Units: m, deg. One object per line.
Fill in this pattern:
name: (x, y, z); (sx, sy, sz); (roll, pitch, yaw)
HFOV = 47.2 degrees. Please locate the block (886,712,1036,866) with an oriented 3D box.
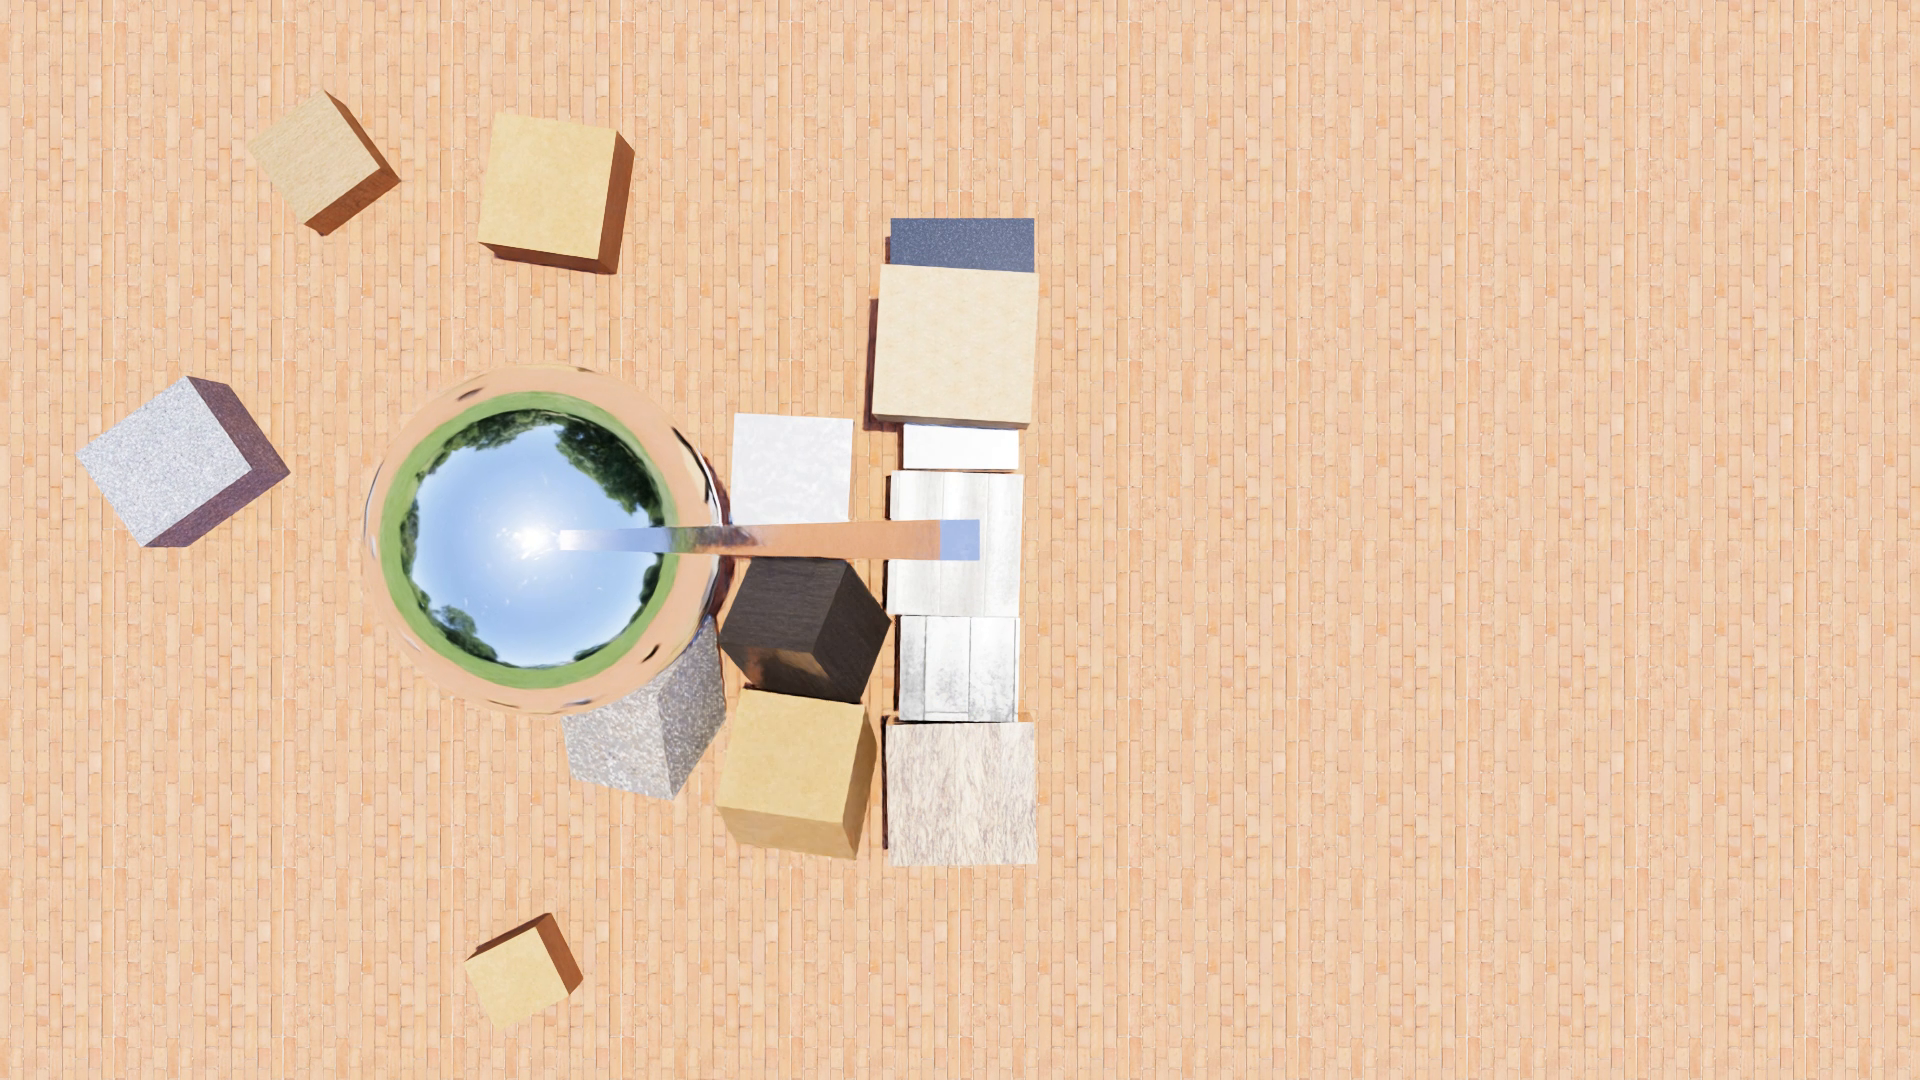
block: (0.008, 1.418, 12.628); (0.826, 0.744, 0.789); (-1, 90, 0)

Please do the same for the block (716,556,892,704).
block: (-0.877, 0.516, 12.477); (0.623, 0.640, 0.596); (6, 59, 28)

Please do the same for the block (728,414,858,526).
block: (-0.950, -0.354, 12.669); (0.664, 0.661, 0.684); (3, 90, 0)

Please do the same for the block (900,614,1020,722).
block: (-0.003, 0.721, 12.644); (0.662, 0.713, 0.579); (1, 90, 0)

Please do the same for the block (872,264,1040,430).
block: (-0.021, -1.026, 11.858); (0.827, 0.788, 0.779); (3, 90, 0)

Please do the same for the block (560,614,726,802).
block: (-1.791, 0.886, 12.405); (0.628, 0.735, 0.770); (10, 128, 17)

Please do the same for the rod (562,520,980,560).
rod: (-0.811, 0.000, 6.698); (0.080, 5.200, 0.080); (0, 90, -18)

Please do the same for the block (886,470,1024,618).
block: (-0.028, 0.025, 12.630); (0.733, 0.741, 0.800); (2, 90, 0)

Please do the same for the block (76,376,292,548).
block: (-4.446, -0.439, 12.635); (0.758, 0.729, 0.643); (-35, 90, 0)

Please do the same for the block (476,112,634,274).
block: (-2.313, -1.983, 12.650); (0.683, 0.699, 0.733); (8, 90, 0)

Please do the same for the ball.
ball: (-1.873, 0.000, 9.928); (1.600, 1.600, 1.600); (0, 90, 0)

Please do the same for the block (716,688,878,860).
block: (-0.911, 1.337, 12.481); (0.711, 0.694, 0.692); (7, 66, 8)

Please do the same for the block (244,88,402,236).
block: (-3.686, -2.184, 12.758); (0.545, 0.485, 0.559); (-36, 90, 0)

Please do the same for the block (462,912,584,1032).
block: (-2.526, 2.499, 12.753); (0.462, 0.494, 0.438); (-26, 90, 0)

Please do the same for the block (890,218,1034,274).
block: (0.014, -1.449, 12.648); (0.806, 0.704, 0.703); (0, 90, 0)

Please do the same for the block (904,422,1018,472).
block: (0.006, -0.743, 12.626); (0.634, 0.747, 0.687); (0, 90, 0)
